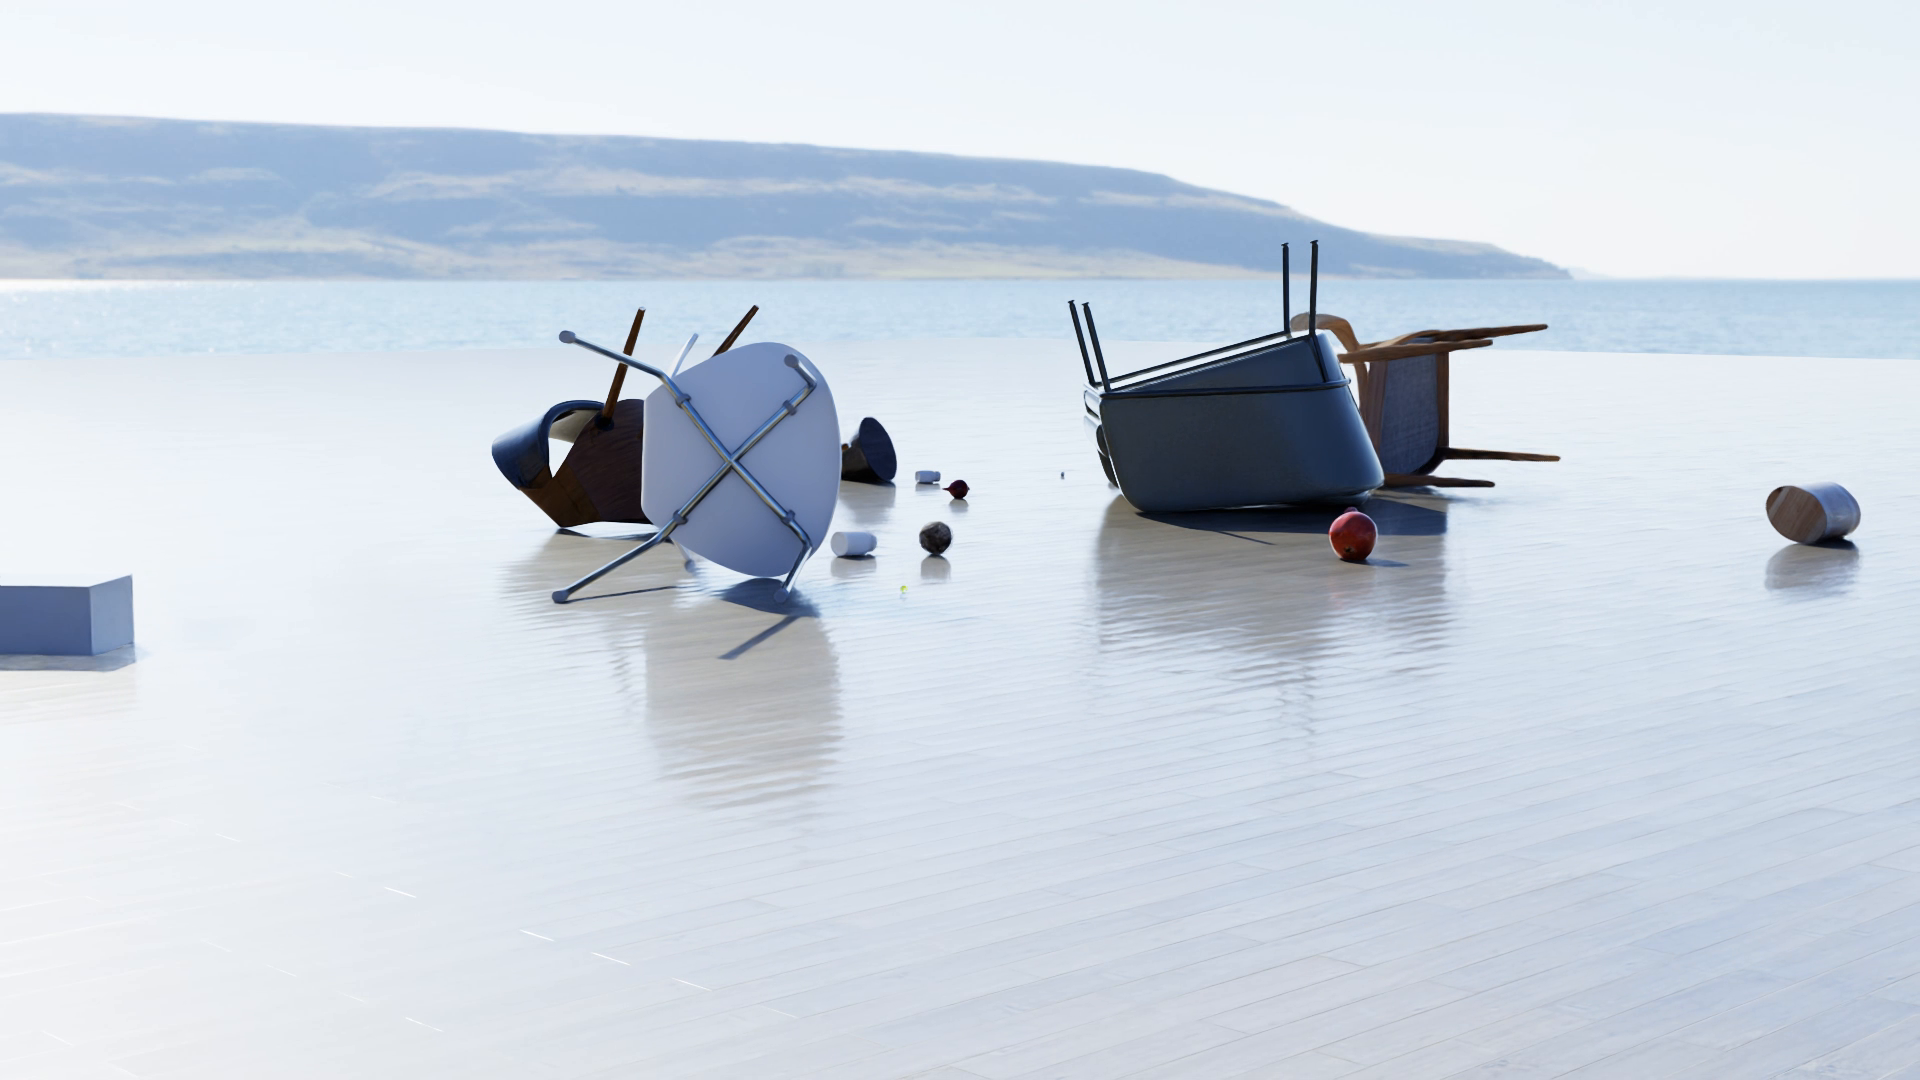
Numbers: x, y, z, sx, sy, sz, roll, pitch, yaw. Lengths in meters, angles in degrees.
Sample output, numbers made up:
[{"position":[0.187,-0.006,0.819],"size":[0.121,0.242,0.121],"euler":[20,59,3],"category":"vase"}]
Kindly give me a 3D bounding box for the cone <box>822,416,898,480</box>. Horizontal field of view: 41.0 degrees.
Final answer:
[{"position":[-0.359,-0.250,8.342],"size":[0.258,0.223,0.165],"euler":[-25,-11,35],"category":"cone"}]

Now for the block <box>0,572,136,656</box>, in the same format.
[{"position":[-1.639,0.131,4.542],"size":[0.286,0.123,0.187],"euler":[0,6,4],"category":"block"}]

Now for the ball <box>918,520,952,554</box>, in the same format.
[{"position":[-0.058,-0.006,6.086],"size":[0.079,0.079,0.079],"euler":[0,6,0],"category":"ball"}]

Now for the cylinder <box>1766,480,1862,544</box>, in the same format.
[{"position":[2.134,-0.071,6.414],"size":[0.211,0.129,0.168],"euler":[-7,41,-48],"category":"cylinder"}]
